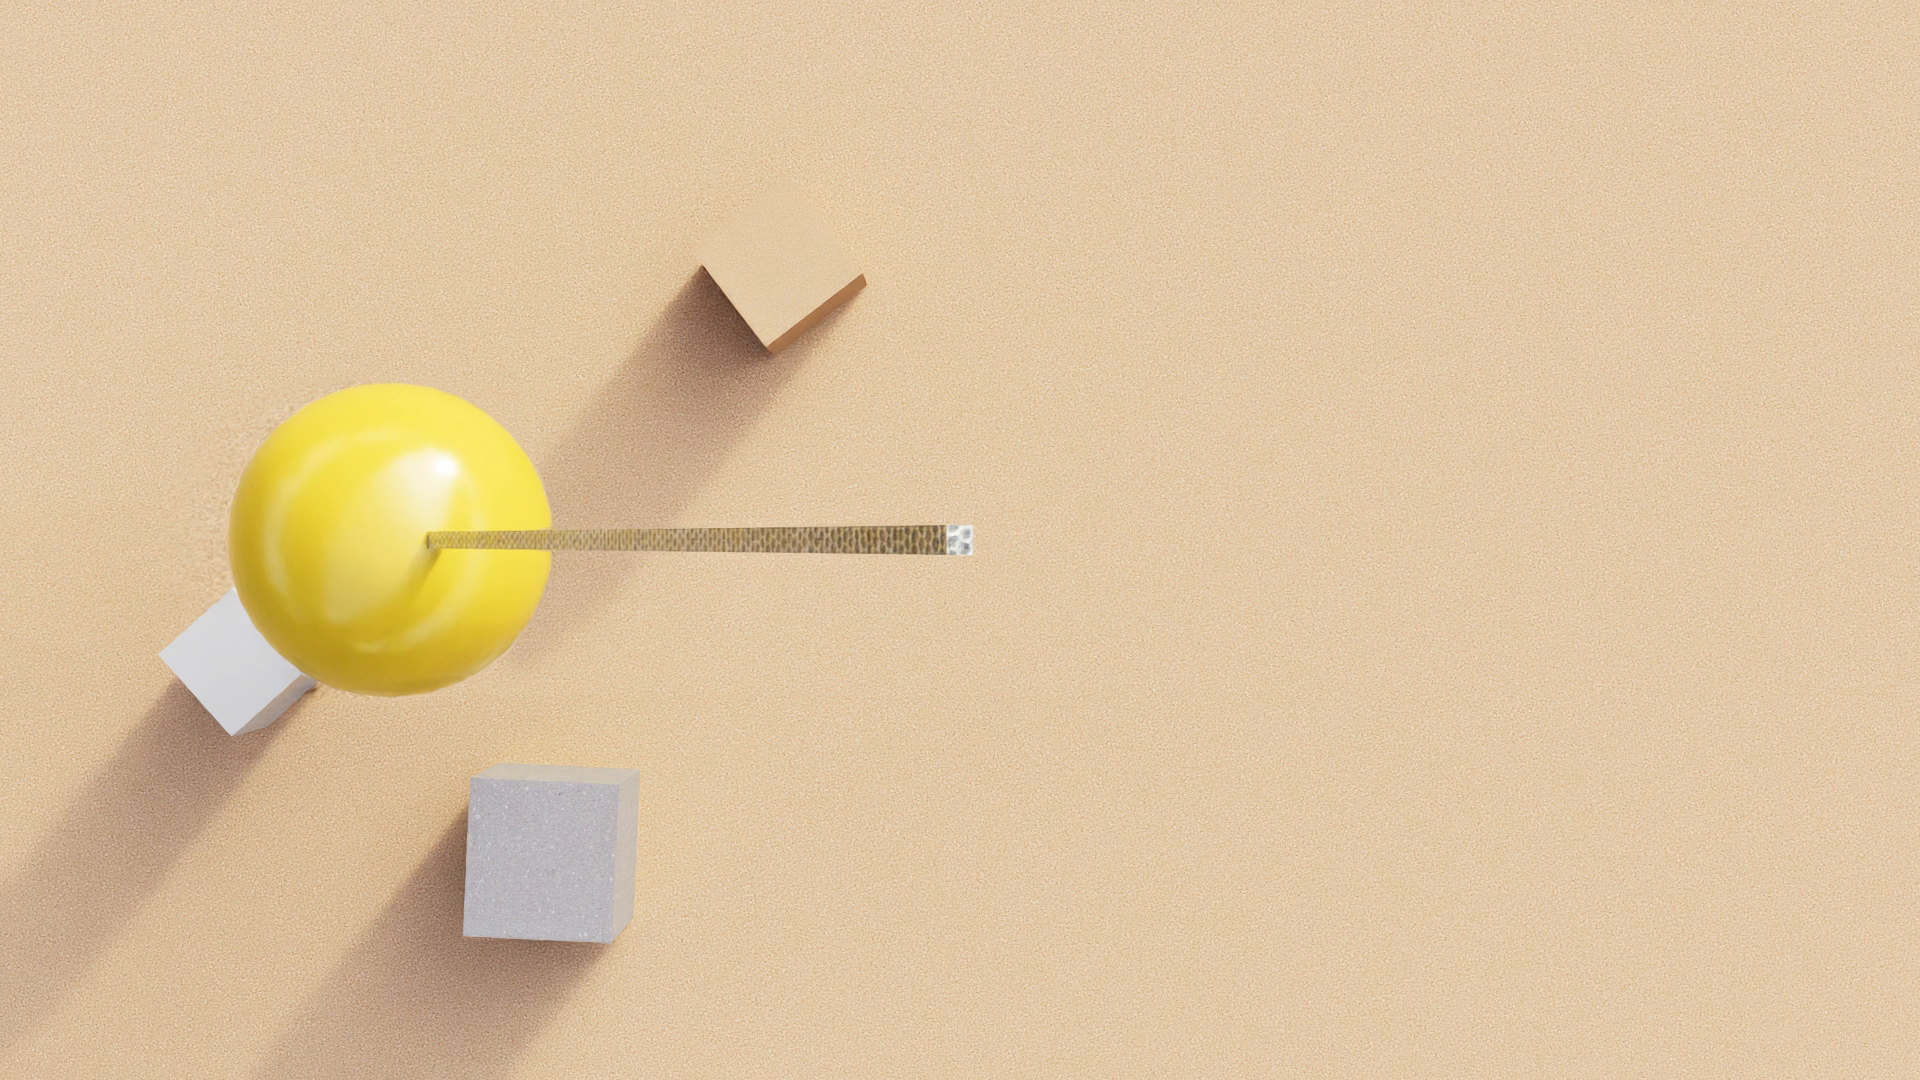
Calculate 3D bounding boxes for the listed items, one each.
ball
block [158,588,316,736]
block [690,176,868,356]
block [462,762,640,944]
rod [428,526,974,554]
[{"bbox_3d":[-2.873,0.000,11.153,1.600,1.600,1.600,0,90,0],"label":"ball"},{"bbox_3d":[-4.094,0.688,12.683,0.559,0.635,0.619,-42,90,0],"label":"block"},{"bbox_3d":[-1.033,-1.573,12.697,0.688,0.607,0.696,-37,90,0],"label":"block"},{"bbox_3d":[-2.323,1.776,12.596,0.827,0.808,0.880,3,90,0],"label":"block"},{"bbox_3d":[-1.245,0.000,8.168,0.080,5.200,0.080,0,90,-29],"label":"rod"}]
